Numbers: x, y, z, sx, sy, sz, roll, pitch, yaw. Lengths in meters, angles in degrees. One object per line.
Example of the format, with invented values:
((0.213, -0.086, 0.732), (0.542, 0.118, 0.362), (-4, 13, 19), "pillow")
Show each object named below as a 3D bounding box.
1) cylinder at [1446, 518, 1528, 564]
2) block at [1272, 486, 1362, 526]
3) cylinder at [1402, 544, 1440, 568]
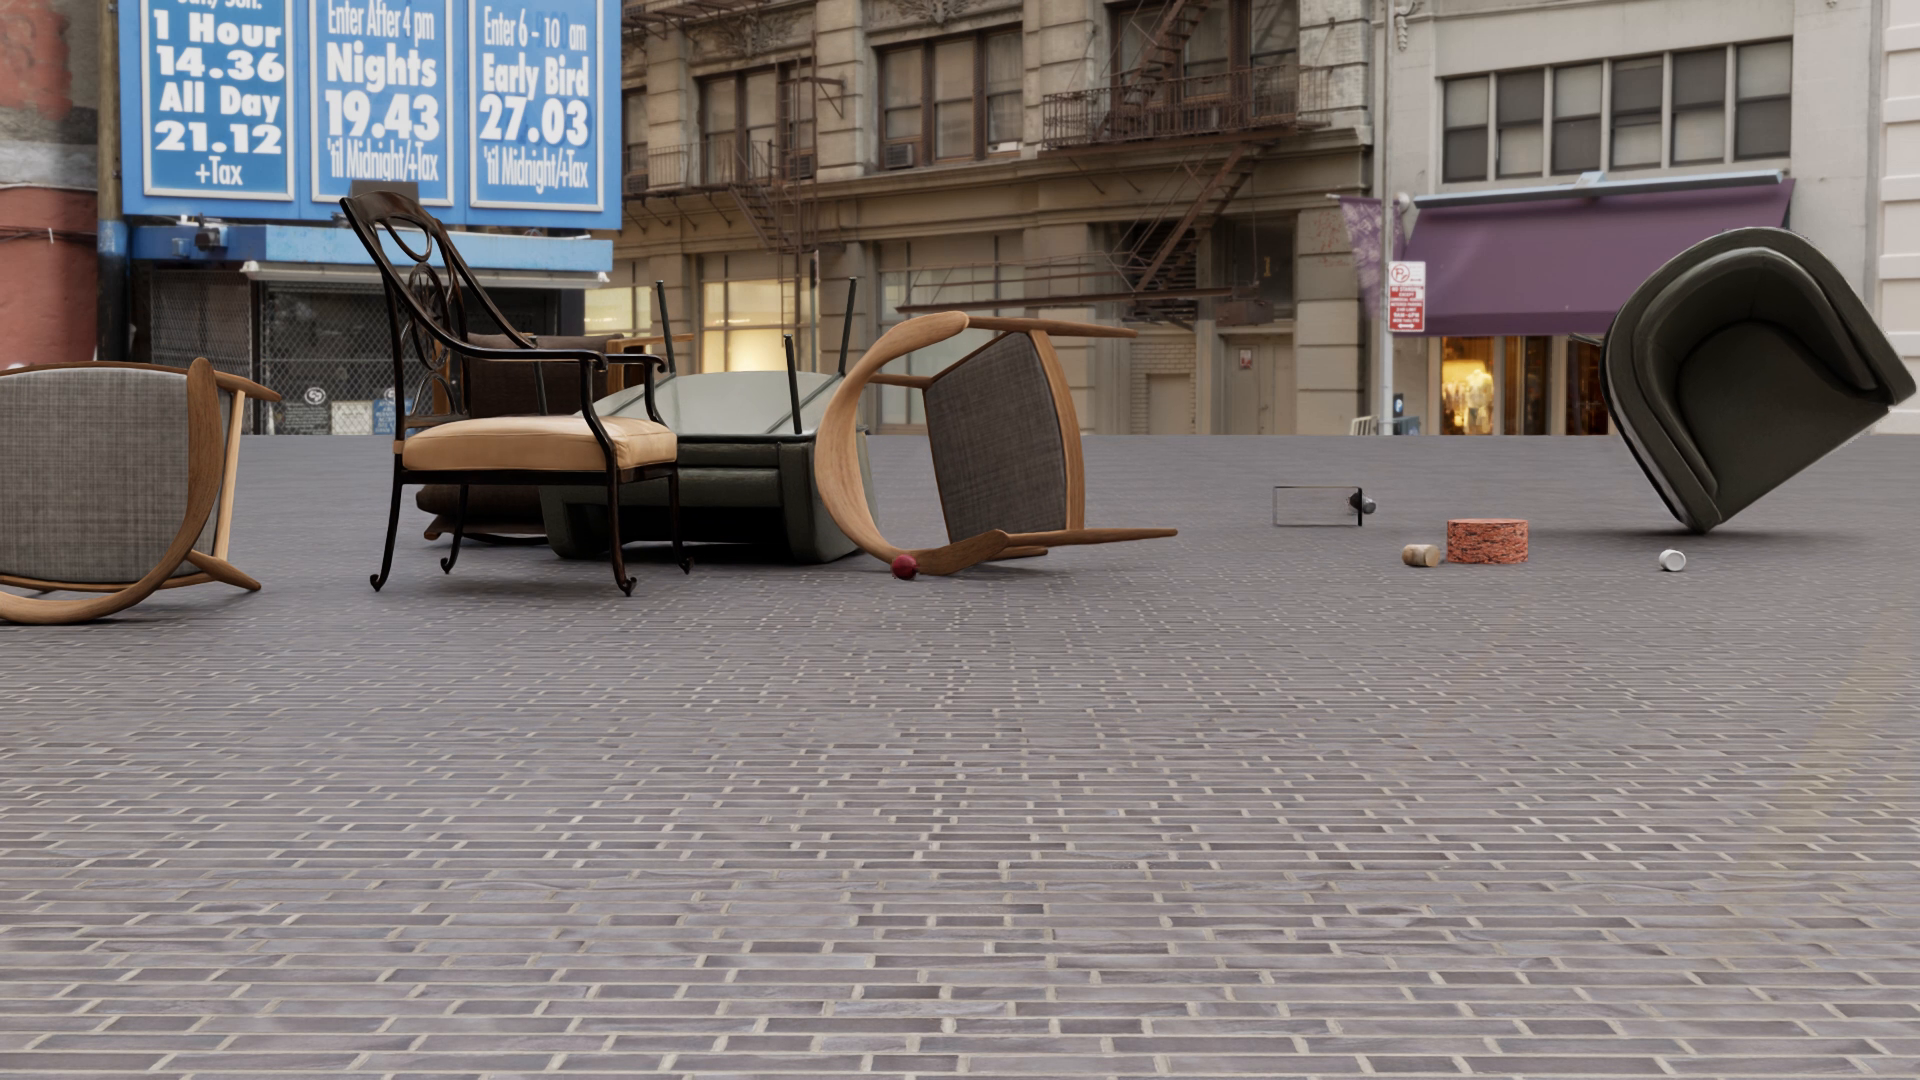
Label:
((1.380, 0.002, 5.753), (0.235, 0.105, 0.184), (-3, 5, -36), "cylinder")
((1.178, -0.111, 7.257), (0.277, 0.125, 0.120), (0, 4, 1), "block")
((1.168, 0.039, 5.573), (0.057, 0.056, 0.072), (-40, 26, -30), "cylinder")
